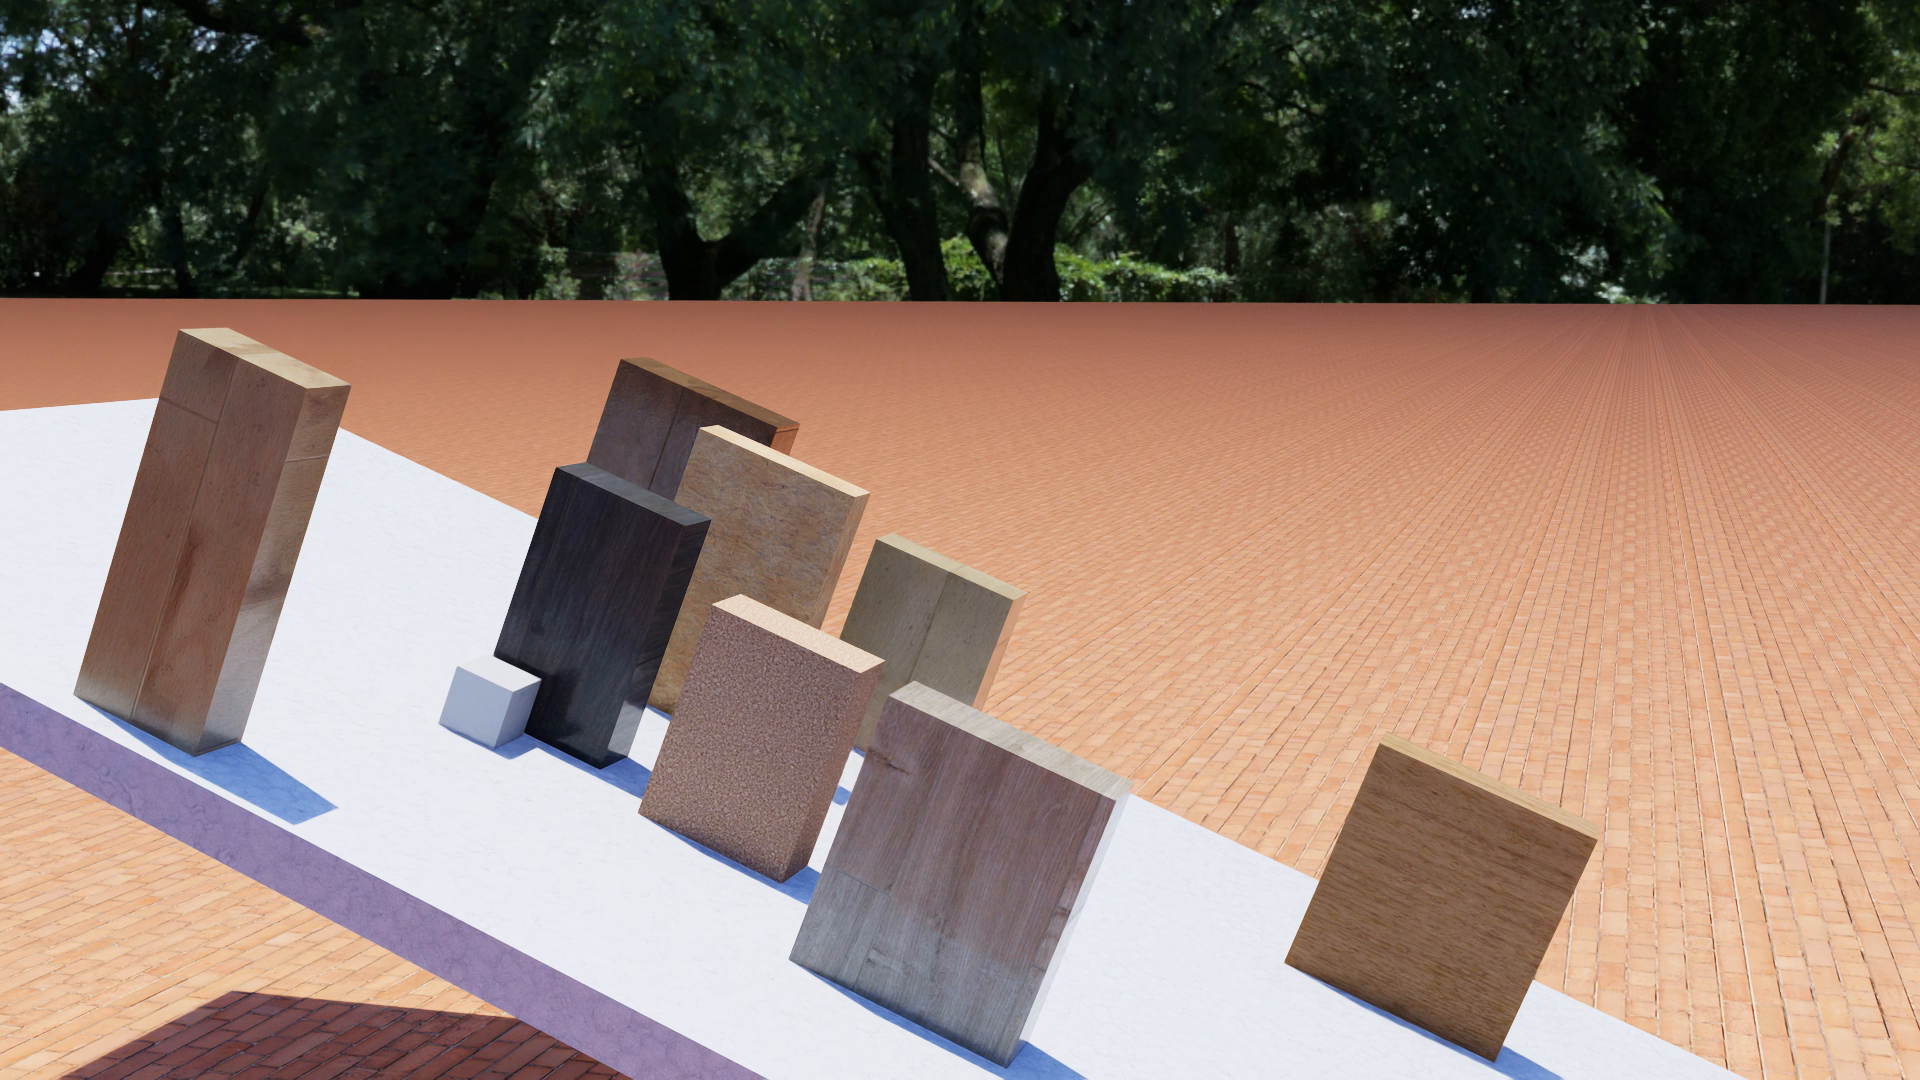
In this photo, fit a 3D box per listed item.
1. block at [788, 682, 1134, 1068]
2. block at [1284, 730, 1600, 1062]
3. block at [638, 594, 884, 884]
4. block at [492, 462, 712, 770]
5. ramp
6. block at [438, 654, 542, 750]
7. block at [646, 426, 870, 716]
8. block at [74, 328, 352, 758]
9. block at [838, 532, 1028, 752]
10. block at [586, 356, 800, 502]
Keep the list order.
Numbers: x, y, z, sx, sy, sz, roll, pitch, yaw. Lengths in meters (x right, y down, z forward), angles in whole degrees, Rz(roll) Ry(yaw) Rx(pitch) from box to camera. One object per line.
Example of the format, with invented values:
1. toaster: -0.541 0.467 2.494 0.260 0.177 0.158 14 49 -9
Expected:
1. block: 0.000 0.532 3.521 0.395 0.477 0.130 24 13 13
2. block: 0.941 0.695 4.313 0.442 0.489 0.122 24 13 13
3. block: -0.352 0.348 3.884 0.293 0.409 0.129 24 13 13
4. block: -0.678 0.138 4.061 0.272 0.489 0.118 24 13 13
5. ramp: -0.316 0.566 4.200 4.000 0.100 2.000 24 13 13
6. block: -0.852 0.293 3.990 0.116 0.116 0.116 23 13 11
7. block: -0.444 0.101 4.408 0.349 0.568 0.093 24 13 13
8. block: -1.189 0.002 3.491 0.241 0.628 0.122 24 13 13
9. block: -0.091 0.252 4.646 0.320 0.434 0.112 24 13 13
10. block: -0.656 -0.106 5.066 0.408 0.512 0.142 24 13 13
